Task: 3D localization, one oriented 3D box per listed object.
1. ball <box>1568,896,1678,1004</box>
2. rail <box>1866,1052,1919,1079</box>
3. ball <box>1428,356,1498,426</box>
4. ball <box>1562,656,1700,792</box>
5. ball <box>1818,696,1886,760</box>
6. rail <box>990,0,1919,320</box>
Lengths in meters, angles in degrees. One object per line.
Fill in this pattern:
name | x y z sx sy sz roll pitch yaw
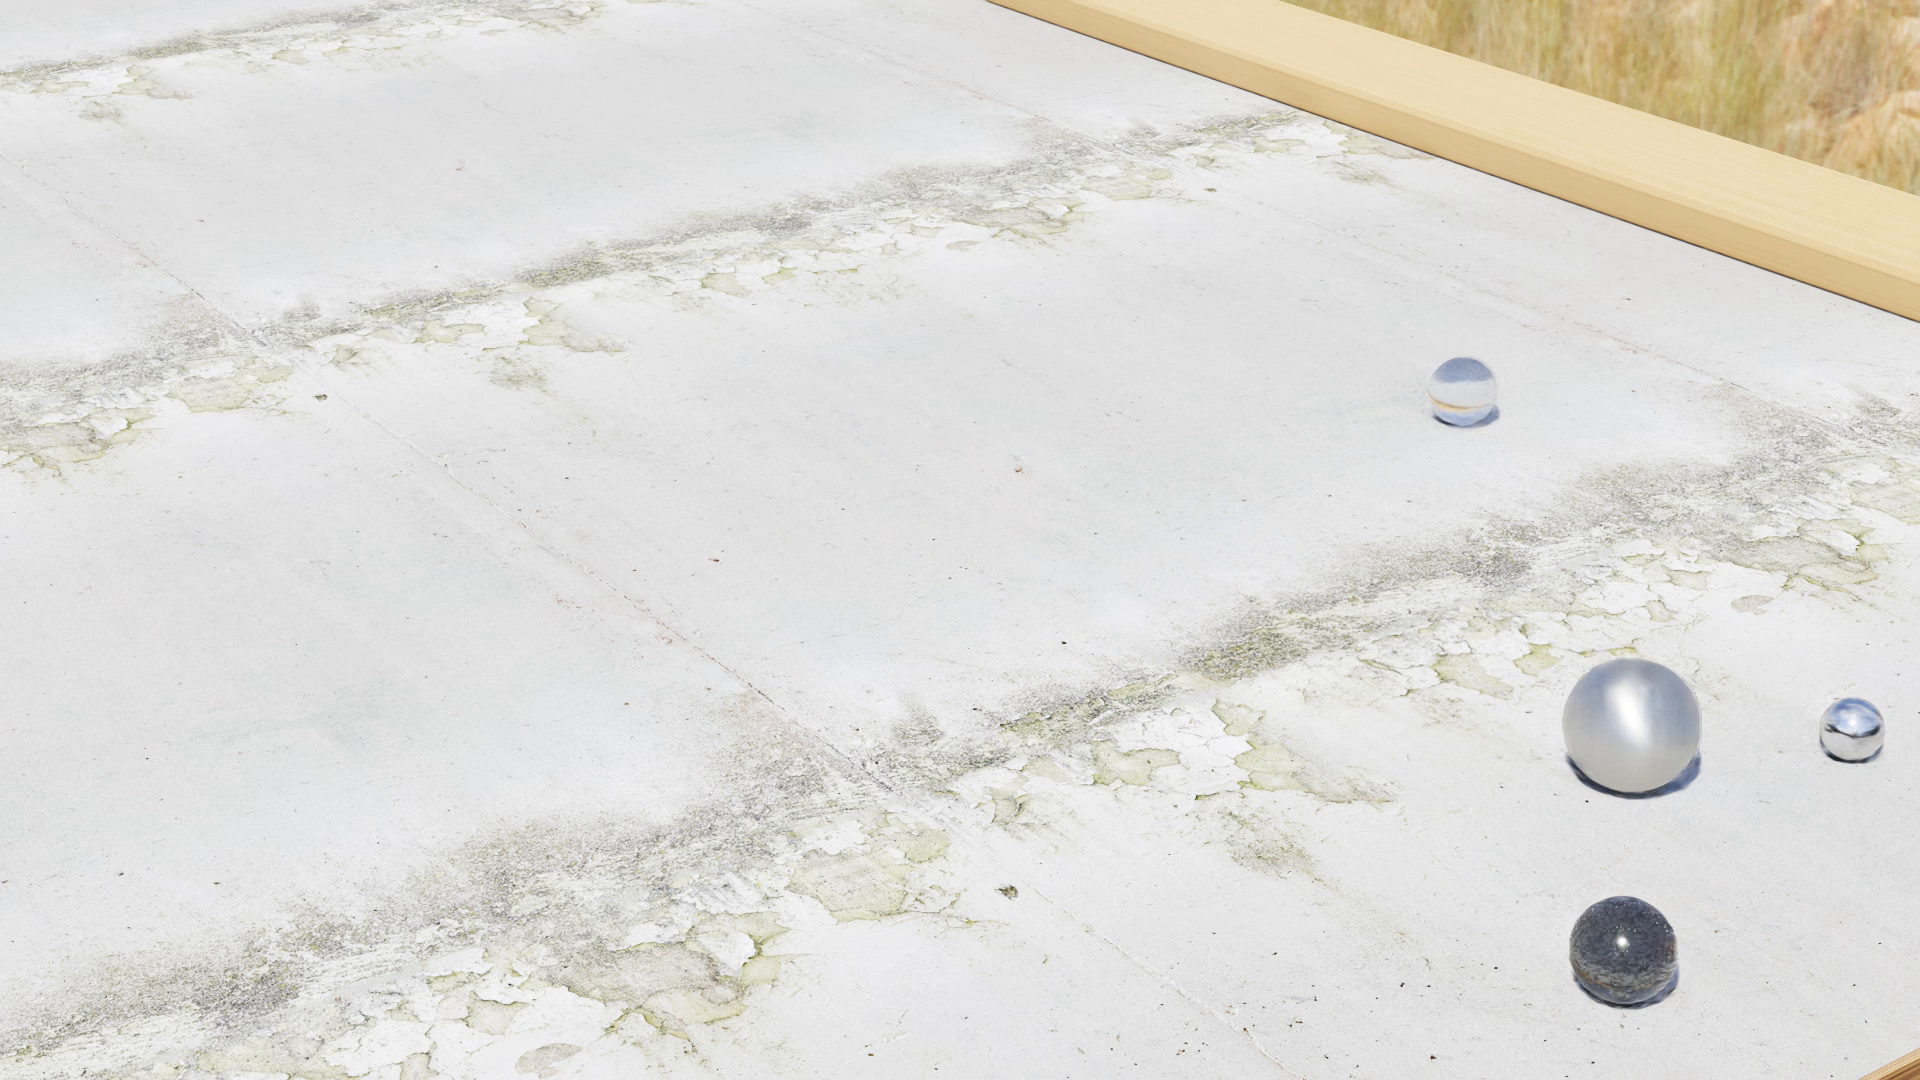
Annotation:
ball | 0.380 0.234 1.683 0.061 0.061 0.061 0 25 0
rail | 0.519 0.277 1.524 2.082 0.114 0.045 -17 29 -32
ball | 0.423 -0.125 2.475 0.058 0.058 0.058 0 25 0
ball | 0.434 0.119 1.903 0.088 0.088 0.088 0 25 0
ball | 0.590 0.125 1.946 0.042 0.042 0.042 0 25 0
rail | 0.295 -0.581 3.401 0.045 0.114 3.665 -17 29 -32
